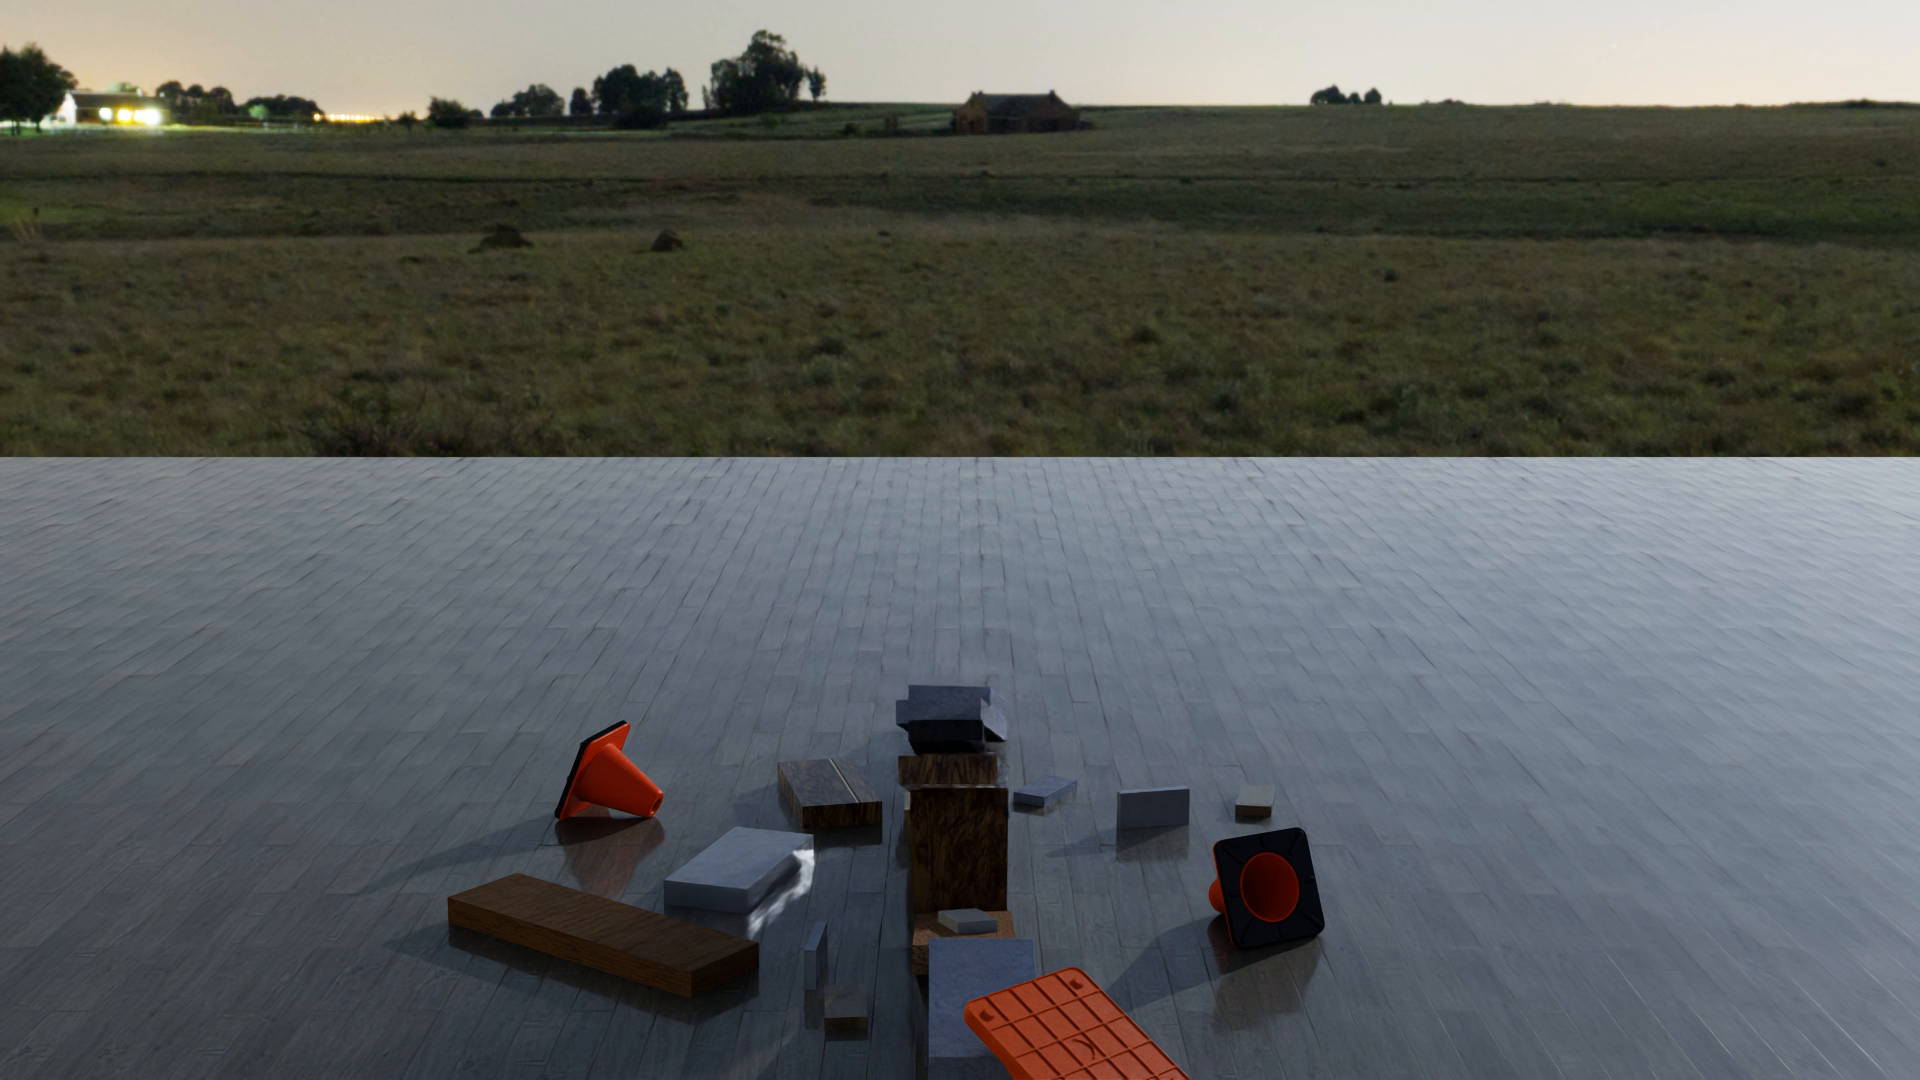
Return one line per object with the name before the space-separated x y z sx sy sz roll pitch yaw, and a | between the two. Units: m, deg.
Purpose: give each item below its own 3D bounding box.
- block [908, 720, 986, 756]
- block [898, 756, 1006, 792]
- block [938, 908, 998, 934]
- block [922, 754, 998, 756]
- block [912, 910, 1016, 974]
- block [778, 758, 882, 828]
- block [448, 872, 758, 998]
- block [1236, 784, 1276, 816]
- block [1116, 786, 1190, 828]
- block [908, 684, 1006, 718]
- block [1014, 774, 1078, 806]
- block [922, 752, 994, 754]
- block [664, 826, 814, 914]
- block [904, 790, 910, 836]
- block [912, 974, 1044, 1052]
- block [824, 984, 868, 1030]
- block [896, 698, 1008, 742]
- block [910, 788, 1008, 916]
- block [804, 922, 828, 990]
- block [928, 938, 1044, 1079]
block | -0.022 0.392 4.319 0.141 0.040 0.282 -1 -12 2
block | -0.009 0.372 3.461 0.149 0.042 0.299 0 -10 4
block | 0.011 0.574 3.315 0.061 0.017 0.122 -1 -1 -14
block | 0.000 0.476 4.022 0.141 0.040 0.282 0 22 0
block | 0.007 0.604 3.308 0.149 0.042 0.299 -1 -1 0
block | -0.249 0.477 4.164 0.148 0.042 0.296 -3 11 -13
block | -0.564 0.612 3.435 0.534 0.042 0.148 8 13 36
block | 0.559 0.491 4.150 0.067 0.019 0.133 2 11 12
block | 0.354 0.490 4.028 0.133 0.067 0.019 -3 11 -14
block | -0.003 0.342 4.581 0.166 0.047 0.331 1 -9 7
block | 0.164 0.480 4.212 0.067 0.019 0.133 6 12 30
block | -0.002 0.466 4.225 0.141 0.040 0.282 0 11 -1
block | -0.371 0.557 3.731 0.148 0.042 0.296 3 11 17
block | -0.012 0.458 3.816 0.166 0.047 0.331 0 4 0
block | 0.022 0.672 3.110 0.149 0.042 0.299 -1 11 -7
block | -0.165 0.673 3.174 0.061 0.017 0.122 -1 11 -4
block | -0.013 0.364 4.394 0.166 0.047 0.331 -2 -12 10
block | 0.000 0.495 3.462 0.149 0.299 0.042 -1 49 0
block | -0.217 0.625 3.313 0.017 0.061 0.122 1 11 4
block | 0.032 0.640 3.004 0.149 0.042 0.299 1 20 -1
